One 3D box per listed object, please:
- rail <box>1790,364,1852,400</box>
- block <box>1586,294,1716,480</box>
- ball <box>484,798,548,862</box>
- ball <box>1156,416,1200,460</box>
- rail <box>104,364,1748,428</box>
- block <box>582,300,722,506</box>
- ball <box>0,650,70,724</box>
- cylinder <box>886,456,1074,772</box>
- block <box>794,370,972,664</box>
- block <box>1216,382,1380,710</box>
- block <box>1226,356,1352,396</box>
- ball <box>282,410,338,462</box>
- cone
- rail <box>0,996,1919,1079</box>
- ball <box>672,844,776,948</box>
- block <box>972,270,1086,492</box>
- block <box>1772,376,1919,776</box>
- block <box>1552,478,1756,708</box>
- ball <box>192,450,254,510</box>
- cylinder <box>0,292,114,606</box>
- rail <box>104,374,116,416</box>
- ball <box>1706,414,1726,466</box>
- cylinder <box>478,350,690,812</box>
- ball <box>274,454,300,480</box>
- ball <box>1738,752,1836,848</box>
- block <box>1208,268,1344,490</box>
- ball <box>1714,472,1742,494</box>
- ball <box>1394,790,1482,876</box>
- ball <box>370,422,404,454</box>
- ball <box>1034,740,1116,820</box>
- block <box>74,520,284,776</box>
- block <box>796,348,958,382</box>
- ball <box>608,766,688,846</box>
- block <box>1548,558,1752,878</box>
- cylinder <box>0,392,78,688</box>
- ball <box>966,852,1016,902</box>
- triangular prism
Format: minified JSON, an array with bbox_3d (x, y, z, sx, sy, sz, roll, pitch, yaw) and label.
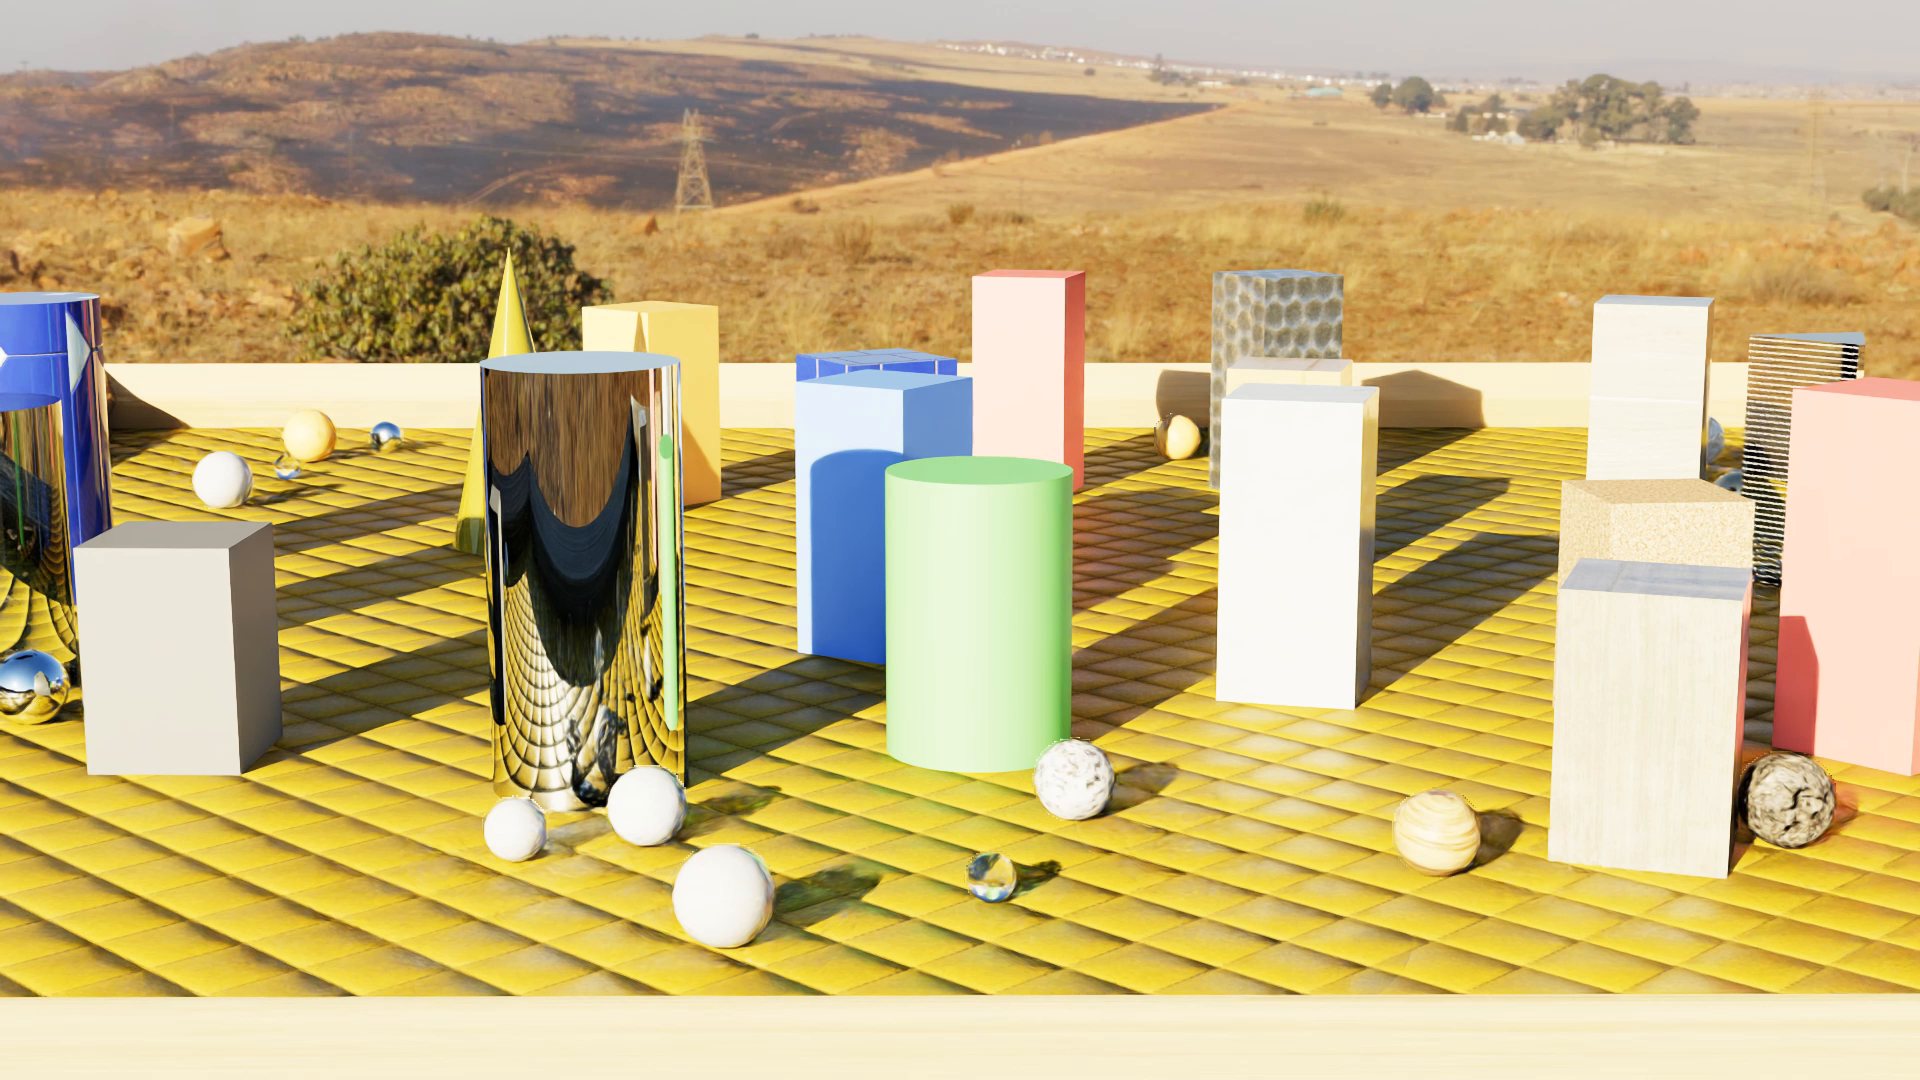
[{"bbox_3d":[1.710,0.032,3.458,0.045,0.130,3.606,0,10,0],"label":"rail"},{"bbox_3d":[1.027,-0.165,3.825,0.160,0.384,0.160,4,11,19],"label":"block"},{"bbox_3d":[-0.412,0.269,2.378,0.058,0.058,0.058,0,10,0],"label":"ball"},{"bbox_3d":[0.407,-0.191,4.794,0.083,0.083,0.083,0,10,0],"label":"ball"},{"bbox_3d":[-0.010,-0.290,5.198,3.468,0.130,0.045,0,10,0],"label":"rail"},{"bbox_3d":[-0.519,-0.229,4.328,0.160,0.329,0.160,9,14,40],"label":"block"},{"bbox_3d":[-1.040,0.165,2.870,0.084,0.084,0.084,0,10,0],"label":"ball"},{"bbox_3d":[0.020,0.075,2.748,0.200,0.304,0.200,0,10,0],"label":"cylinder"},{"bbox_3d":[-0.094,-0.032,3.222,0.160,0.342,0.160,7,12,32],"label":"block"},{"bbox_3d":[0.396,0.003,3.004,0.160,0.353,0.160,3,11,15],"label":"block"},{"bbox_3d":[0.476,-0.103,3.715,0.160,0.304,0.160,3,11,14],"label":"block"},{"bbox_3d":[-1.209,-0.194,4.772,0.098,0.098,0.098,0,10,0],"label":"ball"},{"bbox_3d":[-0.682,-0.219,3.919,0.200,0.457,0.200,0,10,0],"label":"cone"},{"bbox_3d":[0.010,0.357,1.699,3.468,0.130,0.045,0,10,0],"label":"rail"},{"bbox_3d":[-0.197,0.298,2.144,0.086,0.086,0.086,0,10,0],"label":"ball"},{"bbox_3d":[0.119,-0.271,4.426,0.160,0.375,0.160,3,11,15],"label":"block"},{"bbox_3d":[0.993,0.033,2.740,0.160,0.390,0.160,-9,14,-41],"label":"block"},{"bbox_3d":[0.769,0.075,2.857,0.160,0.264,0.160,-1,11,-6],"label":"block"},{"bbox_3d":[-1.223,-0.099,4.261,0.097,0.097,0.097,0,10,0],"label":"ball"},{"bbox_3d":[-1.279,-0.127,3.539,0.200,0.414,0.200,0,10,0],"label":"cylinder"},{"bbox_3d":[-1.710,0.035,3.439,0.045,0.130,3.606,0,10,0],"label":"rail"},{"bbox_3d":[1.354,-0.184,4.713,0.100,0.100,0.100,0,10,0],"label":"ball"},{"bbox_3d":[-0.379,0.036,2.598,0.200,0.435,0.200,0,10,0],"label":"cylinder"},{"bbox_3d":[-1.197,-0.130,4.566,0.046,0.046,0.046,0,10,0],"label":"ball"},{"bbox_3d":[0.775,0.244,2.406,0.088,0.088,0.088,0,10,0],"label":"ball"},{"bbox_3d":[0.543,-0.270,4.416,0.160,0.377,0.160,-5,12,-27],"label":"block"},{"bbox_3d":[1.227,-0.060,4.044,0.098,0.098,0.098,0,10,0],"label":"ball"},{"bbox_3d":[0.434,0.267,2.333,0.078,0.078,0.078,0,10,0],"label":"ball"},{"bbox_3d":[-1.091,-0.195,4.880,0.061,0.061,0.061,0,10,0],"label":"ball"},{"bbox_3d":[0.112,0.235,2.506,0.078,0.078,0.078,0,10,0],"label":"ball"},{"bbox_3d":[-0.827,0.112,2.726,0.160,0.240,0.160,0,10,1],"label":"block"},{"bbox_3d":[-0.113,-0.077,3.469,0.160,0.342,0.160,-6,12,-30],"label":"block"},{"bbox_3d":[-0.296,0.252,2.424,0.075,0.075,0.075,0,10,0],"label":"ball"},{"bbox_3d":[0.648,0.162,2.405,0.160,0.258,0.160,4,11,20],"label":"block"},{"bbox_3d":[-1.154,0.007,3.023,0.200,0.339,0.200,0,10,0],"label":"cylinder"},{"bbox_3d":[0.028,0.297,2.261,0.044,0.044,0.044,0,10,0],"label":"ball"},{"bbox_3d":[1.227,-0.114,3.639,0.150,0.352,0.173,-9,14,-41],"label":"triangular prism"}]
